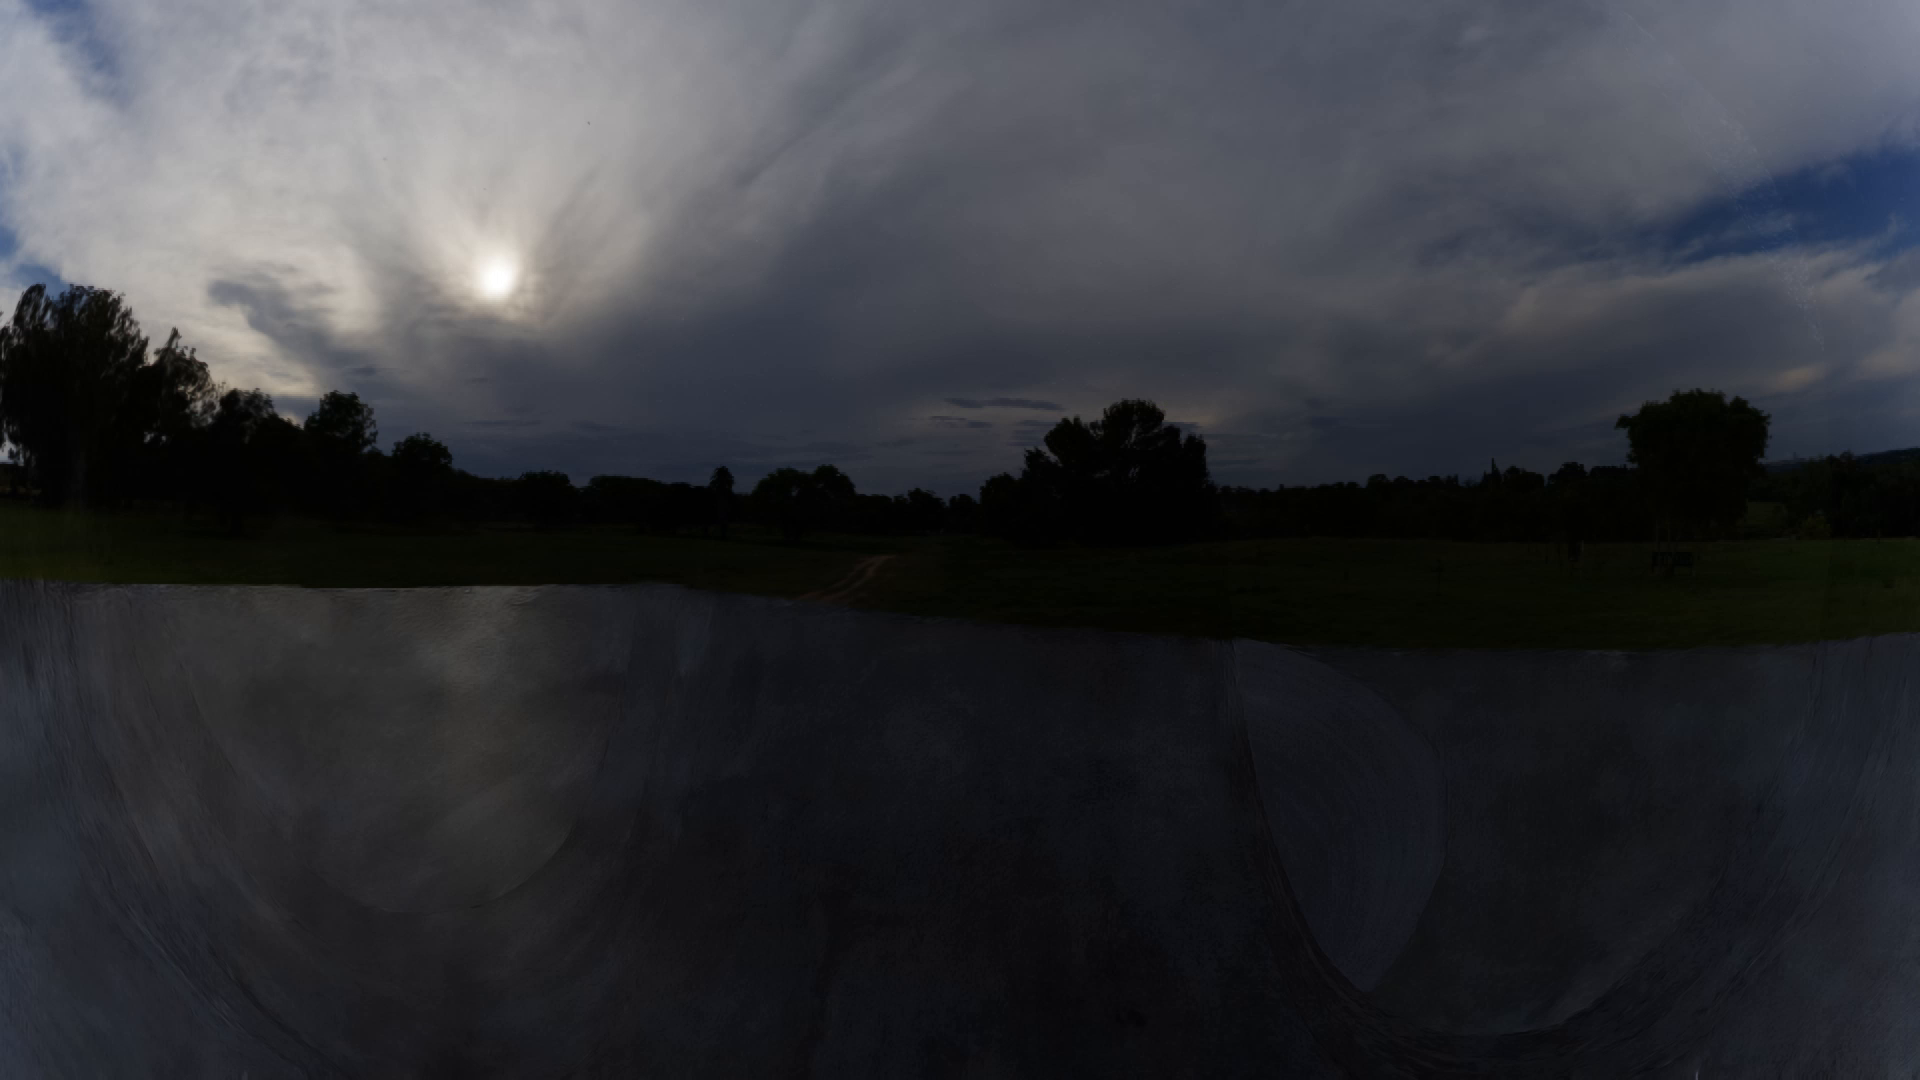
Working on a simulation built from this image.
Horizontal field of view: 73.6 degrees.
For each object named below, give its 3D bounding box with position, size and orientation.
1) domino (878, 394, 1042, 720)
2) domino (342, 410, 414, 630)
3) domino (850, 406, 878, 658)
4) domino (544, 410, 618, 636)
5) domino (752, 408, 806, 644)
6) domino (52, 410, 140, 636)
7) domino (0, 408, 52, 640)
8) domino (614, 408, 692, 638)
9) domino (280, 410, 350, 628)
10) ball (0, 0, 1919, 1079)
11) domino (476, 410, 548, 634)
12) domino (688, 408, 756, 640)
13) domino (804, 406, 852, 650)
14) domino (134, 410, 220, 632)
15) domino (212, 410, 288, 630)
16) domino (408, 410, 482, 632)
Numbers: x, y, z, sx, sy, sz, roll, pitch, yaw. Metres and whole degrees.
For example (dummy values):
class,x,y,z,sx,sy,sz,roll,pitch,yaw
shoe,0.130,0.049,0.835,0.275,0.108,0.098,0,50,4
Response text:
class,x,y,z,sx,sy,sz,roll,pitch,yaw
domino,0.000,0.002,0.201,0.025,0.050,0.010,0,4,0
domino,-0.133,-0.005,0.304,0.009,0.050,0.025,1,4,10
domino,-0.009,-0.002,0.265,0.025,0.050,0.010,-3,5,-37
domino,-0.084,-0.005,0.295,0.010,0.050,0.025,1,4,12
domino,-0.035,-0.004,0.285,0.009,0.050,0.025,2,5,19
domino,-0.198,-0.005,0.295,0.010,0.050,0.025,-2,5,-21
domino,-0.214,-0.004,0.288,0.010,0.050,0.025,-2,5,-27
domino,-0.068,-0.004,0.291,0.010,0.050,0.025,1,4,11
domino,-0.150,-0.005,0.306,0.010,0.050,0.025,0,4,0
ball,0.000,-0.002,0.056,0.080,0.080,0.080,0,4,0
domino,-0.101,-0.005,0.298,0.010,0.050,0.025,1,4,10
domino,-0.052,-0.004,0.289,0.010,0.050,0.025,1,4,10
domino,-0.021,-0.003,0.277,0.010,0.050,0.025,3,5,38
domino,-0.183,-0.005,0.301,0.009,0.050,0.025,-1,4,-16
domino,-0.166,-0.005,0.304,0.009,0.050,0.025,-1,4,-10
domino,-0.117,-0.005,0.301,0.009,0.050,0.025,1,4,11
